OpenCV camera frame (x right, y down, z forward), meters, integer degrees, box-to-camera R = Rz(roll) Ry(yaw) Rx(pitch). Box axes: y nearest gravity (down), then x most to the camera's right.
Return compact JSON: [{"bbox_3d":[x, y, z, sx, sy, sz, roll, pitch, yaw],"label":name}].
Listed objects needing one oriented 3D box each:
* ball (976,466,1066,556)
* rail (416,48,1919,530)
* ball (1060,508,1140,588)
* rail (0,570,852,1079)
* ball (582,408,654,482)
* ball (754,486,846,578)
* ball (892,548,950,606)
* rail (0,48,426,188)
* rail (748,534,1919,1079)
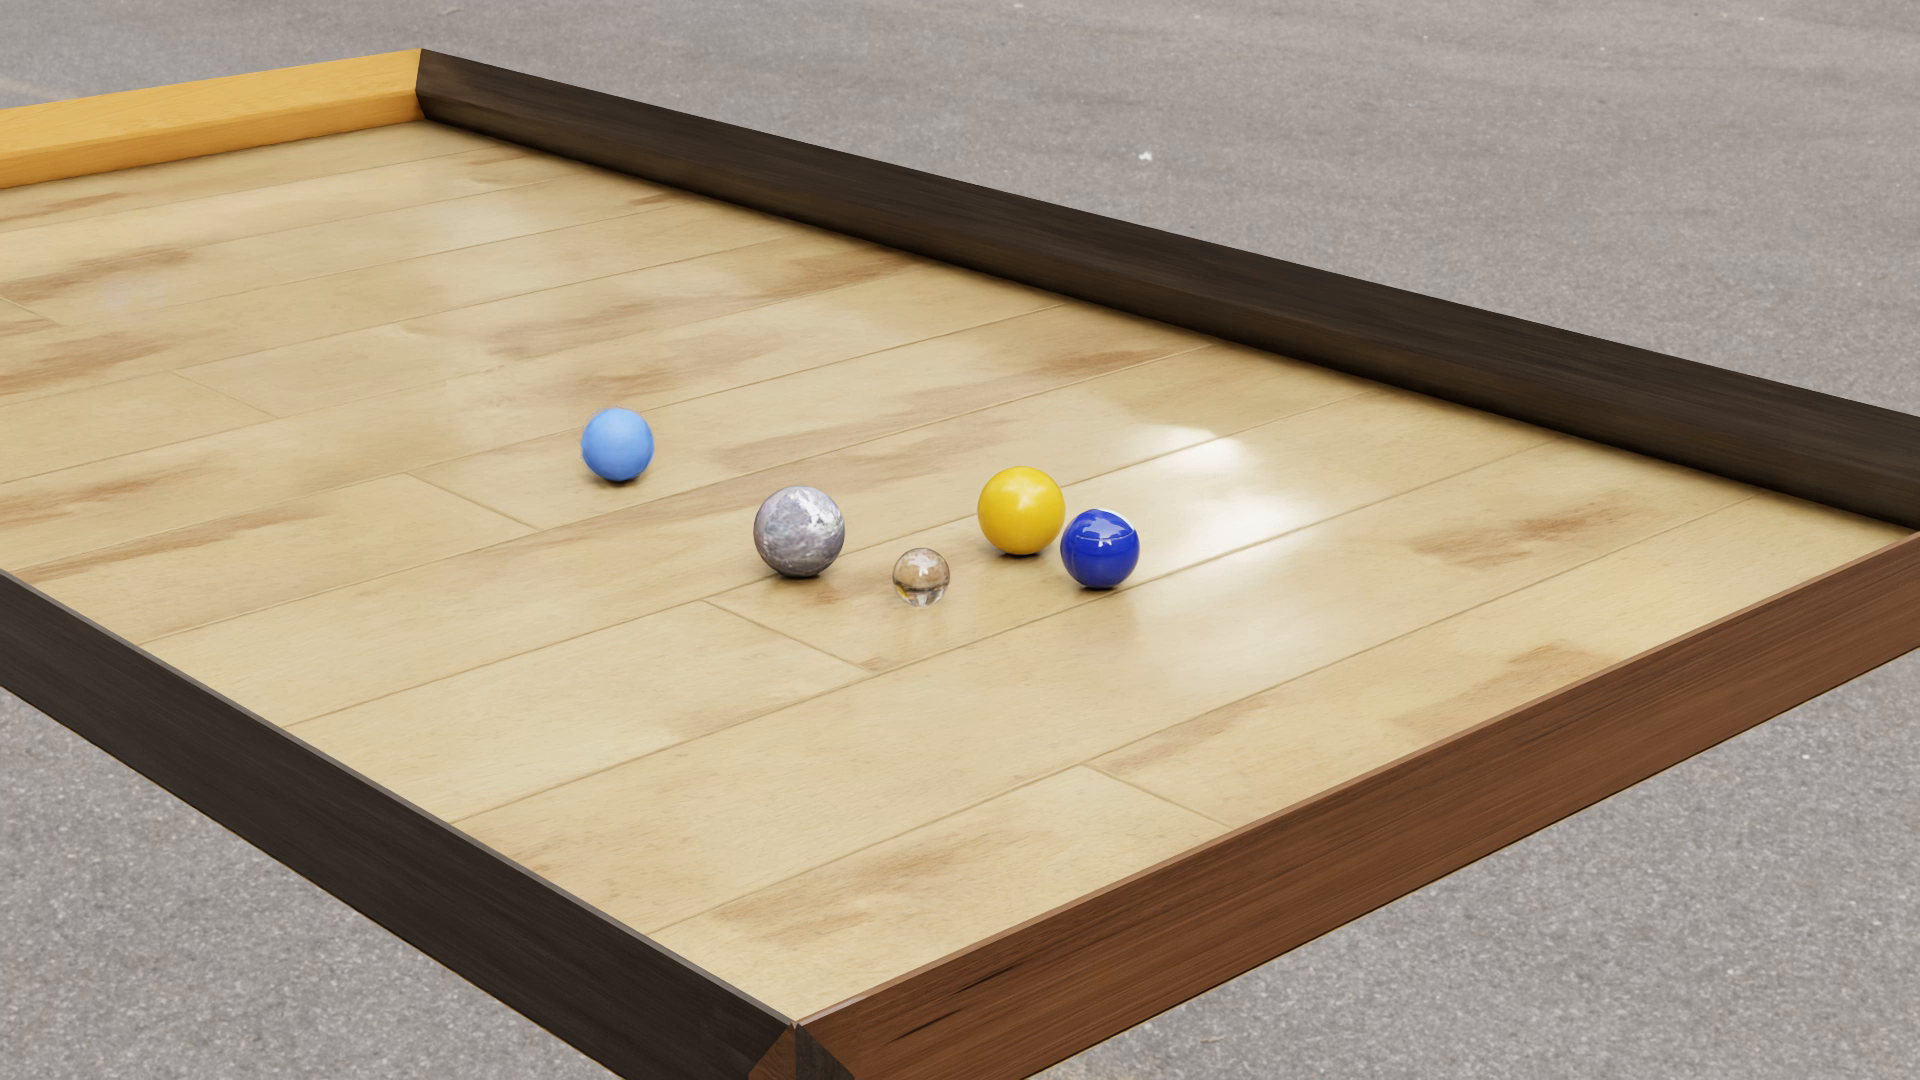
[{"bbox_3d":[0.059,-0.028,2.827,0.086,0.086,0.086,0,20,0],"label":"ball"},{"bbox_3d":[0.081,-0.373,3.732,0.045,0.113,2.831,-17,26,-40],"label":"rail"},{"bbox_3d":[0.131,0.008,2.743,0.075,0.075,0.075,0,20,0],"label":"ball"},{"bbox_3d":[-1.040,-0.020,2.761,0.045,0.113,2.831,-17,26,-40],"label":"rail"},{"bbox_3d":[-0.353,-0.098,3.035,0.075,0.075,0.075,0,20,0],"label":"ball"},{"bbox_3d":[-0.151,-0.008,2.770,0.087,0.087,0.087,0,20,0],"label":"ball"},{"bbox_3d":[-0.036,0.034,2.702,0.054,0.054,0.054,0,20,0],"label":"ball"},{"bbox_3d":[-1.423,-0.546,4.208,1.572,0.113,0.045,-17,26,-40],"label":"rail"},{"bbox_3d":[0.464,0.154,2.285,1.572,0.113,0.045,-17,26,-40],"label":"rail"}]
